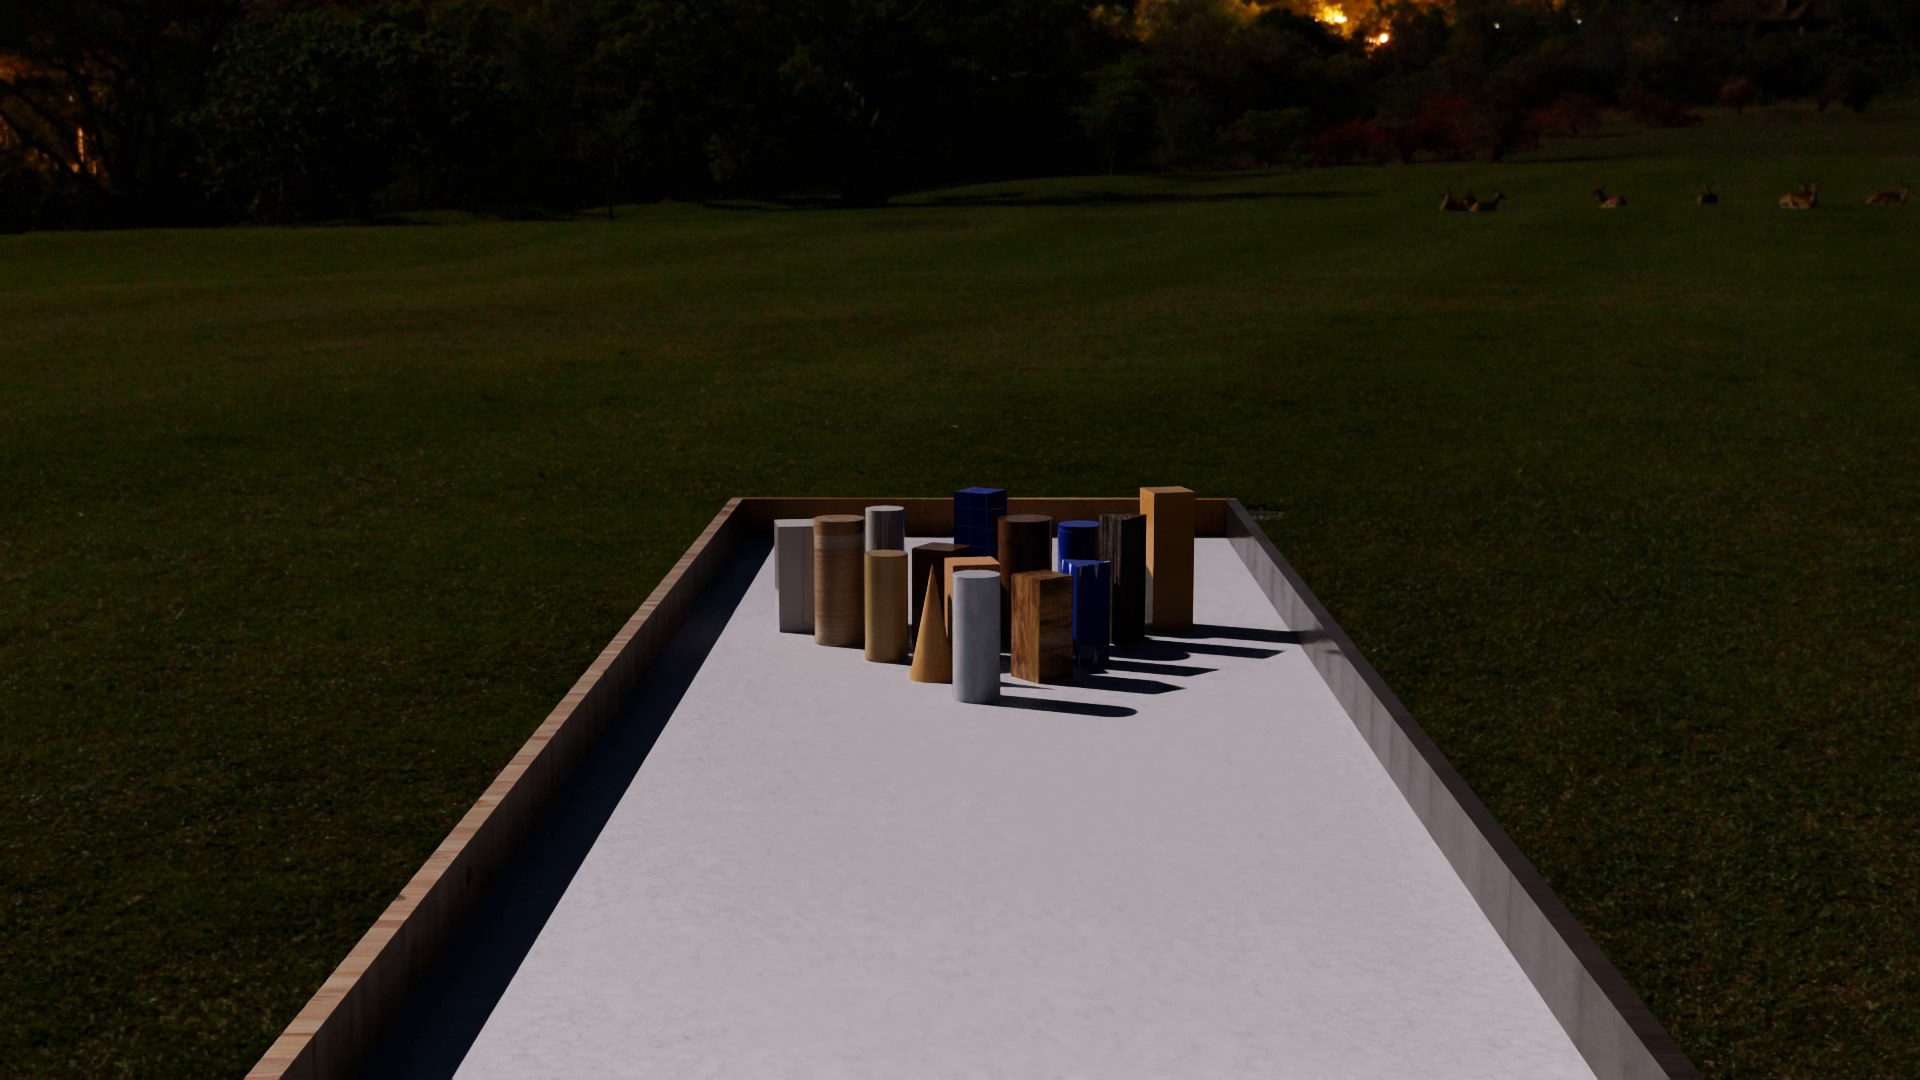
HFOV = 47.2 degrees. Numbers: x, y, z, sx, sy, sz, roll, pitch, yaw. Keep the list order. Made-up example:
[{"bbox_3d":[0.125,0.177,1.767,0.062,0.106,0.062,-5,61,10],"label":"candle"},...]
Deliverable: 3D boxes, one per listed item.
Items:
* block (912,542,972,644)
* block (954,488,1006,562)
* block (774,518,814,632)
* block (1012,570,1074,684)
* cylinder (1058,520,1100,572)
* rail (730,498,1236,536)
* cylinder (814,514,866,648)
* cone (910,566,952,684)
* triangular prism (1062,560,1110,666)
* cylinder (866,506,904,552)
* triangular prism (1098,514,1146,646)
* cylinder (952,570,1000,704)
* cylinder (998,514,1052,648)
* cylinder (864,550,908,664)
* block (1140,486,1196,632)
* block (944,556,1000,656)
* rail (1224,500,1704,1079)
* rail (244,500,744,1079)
[{"bbox_3d":[-0.058,0.173,6.932,0.137,0.308,0.137,5,10,28],"label":"block"},{"bbox_3d":[0.066,0.061,7.184,0.126,0.450,0.126,5,10,30],"label":"block"},{"bbox_3d":[-0.518,0.114,7.185,0.161,0.345,0.161,-1,9,-9],"label":"block"},{"bbox_3d":[0.241,0.252,6.440,0.128,0.306,0.128,-7,11,-37],"label":"block"},{"bbox_3d":[0.394,0.114,7.211,0.150,0.338,0.150,0,9,0],"label":"cylinder"},{"bbox_3d":[0.099,-0.098,9.147,2.100,0.150,0.050,0,9,1],"label":"rail"},{"bbox_3d":[-0.379,0.127,6.941,0.163,0.396,0.163,0,9,0],"label":"cylinder"},{"bbox_3d":[-0.081,0.235,6.427,0.135,0.345,0.135,0,9,0],"label":"cone"},{"bbox_3d":[0.358,0.216,6.674,0.125,0.305,0.145,9,13,44],"label":"triangular prism"},{"bbox_3d":[-0.244,0.090,7.191,0.128,0.391,0.128,0,9,0],"label":"cylinder"},{"bbox_3d":[0.494,0.122,6.957,0.128,0.402,0.147,6,11,34],"label":"triangular prism"},{"bbox_3d":[0.046,0.270,6.167,0.135,0.356,0.135,0,9,0],"label":"cylinder"},{"bbox_3d":[0.204,0.129,6.915,0.172,0.400,0.172,0,9,0],"label":"cylinder"},{"bbox_3d":[-0.224,0.201,6.698,0.133,0.326,0.133,0,9,0],"label":"cylinder"},{"bbox_3d":[0.673,0.062,7.166,0.139,0.455,0.139,-2,9,-14],"label":"block"},{"bbox_3d":[0.038,0.214,6.682,0.146,0.305,0.146,-2,9,-10],"label":"block"},{"bbox_3d":[1.046,0.843,3.208,0.050,0.150,12.000,0,9,1],"label":"rail"},{"bbox_3d":[-1.004,0.839,3.234,0.050,0.150,12.000,0,9,1],"label":"rail"}]
